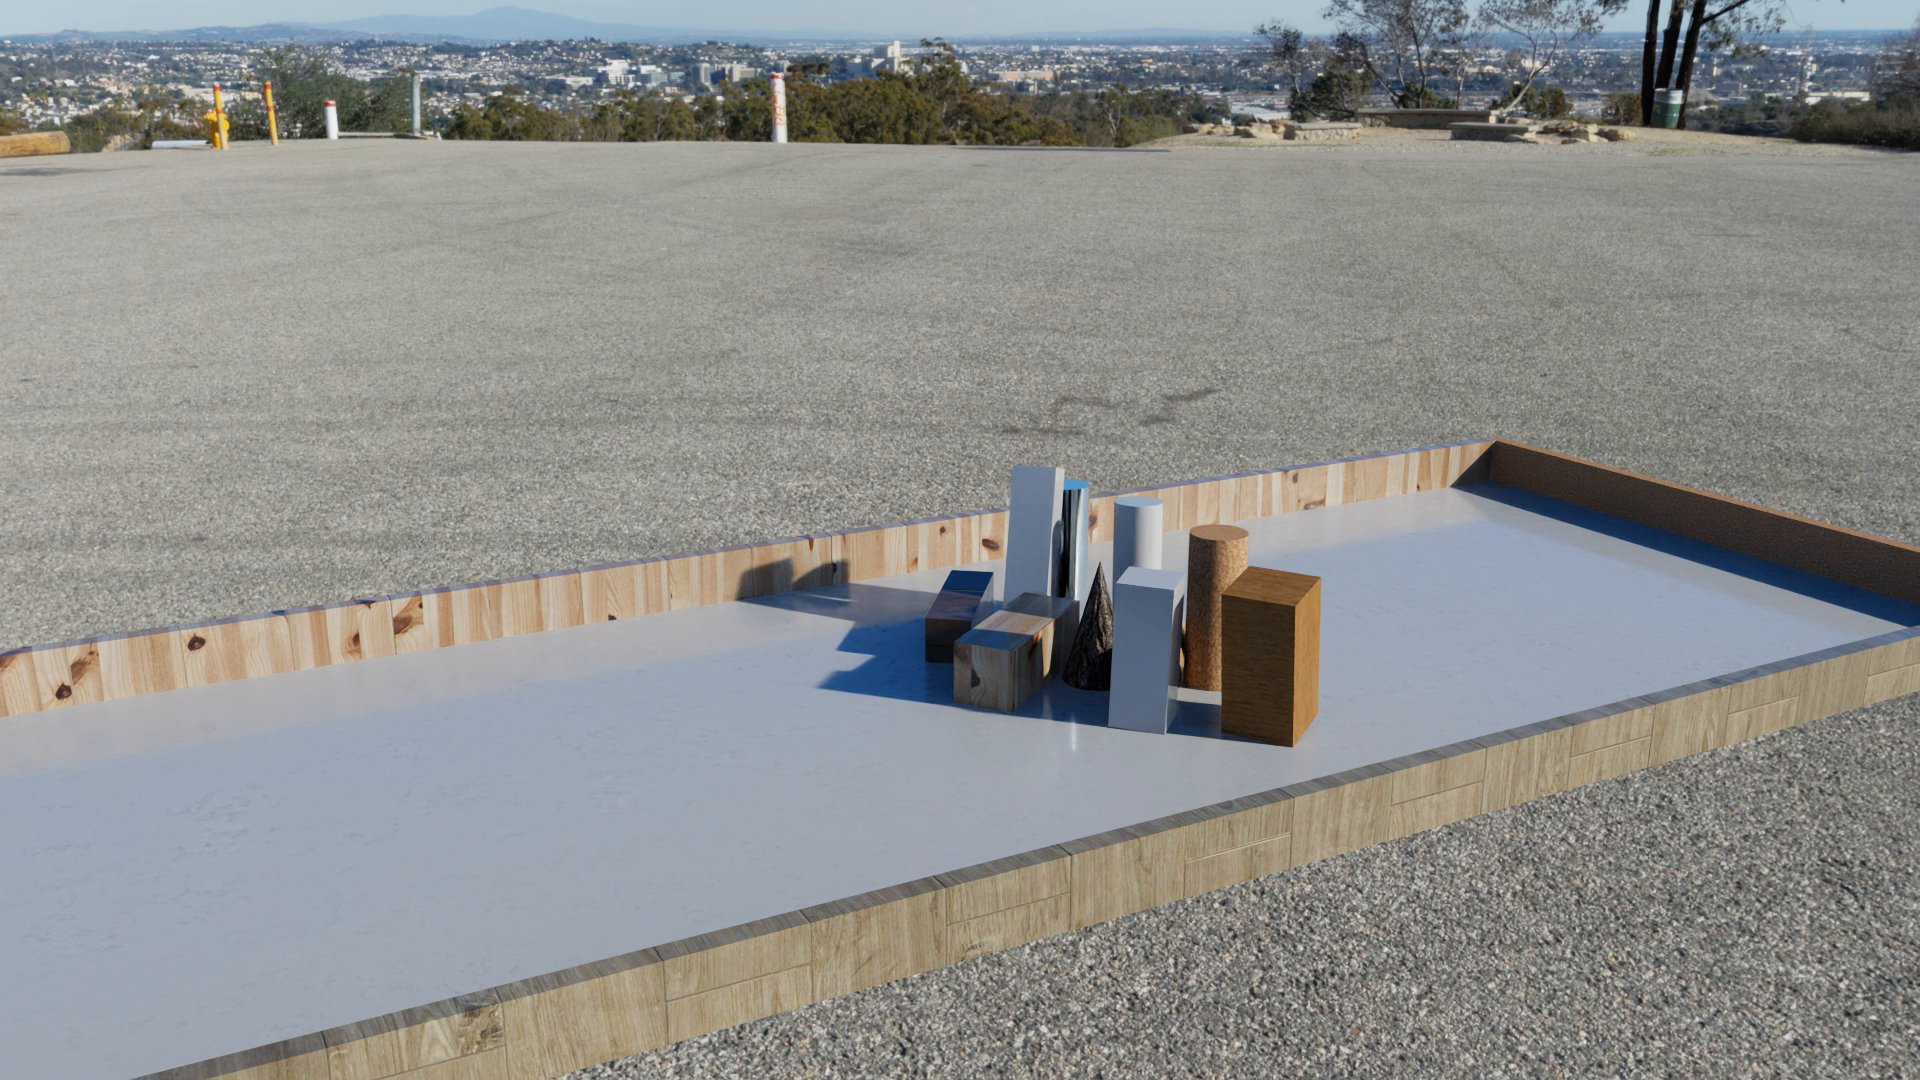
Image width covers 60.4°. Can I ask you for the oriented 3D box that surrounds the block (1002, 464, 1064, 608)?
[{"bbox_3d":[0.196,0.030,4.423,0.117,0.453,0.117,4,2,15],"label":"block"}]

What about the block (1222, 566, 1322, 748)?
[{"bbox_3d":[0.715,0.266,3.792,0.173,0.353,0.173,9,26,29],"label":"block"}]

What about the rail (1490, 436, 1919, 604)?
[{"bbox_3d":[2.466,-0.048,5.253,0.050,0.150,2.100,-9,18,-27],"label":"rail"}]

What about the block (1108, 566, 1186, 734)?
[{"bbox_3d":[0.436,0.257,3.848,0.135,0.354,0.135,7,18,17],"label":"block"}]

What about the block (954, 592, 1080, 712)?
[{"bbox_3d":[0.148,0.275,4.140,0.156,0.156,0.423,8,18,25],"label":"block"}]

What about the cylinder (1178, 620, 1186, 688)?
[{"bbox_3d":[0.490,0.282,4.139,0.144,0.144,0.322,3,17,9],"label":"cylinder"}]

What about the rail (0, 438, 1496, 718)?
[{"bbox_3d":[-3.305,0.497,3.399,12.000,0.150,0.050,-9,18,-27],"label":"rail"}]

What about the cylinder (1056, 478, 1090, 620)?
[{"bbox_3d":[0.282,0.029,4.577,0.146,0.376,0.146,1,14,0],"label":"cylinder"}]

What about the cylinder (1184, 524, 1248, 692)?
[{"bbox_3d":[0.635,0.168,4.094,0.144,0.389,0.144,0,16,0],"label":"cylinder"}]

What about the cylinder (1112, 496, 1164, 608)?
[{"bbox_3d":[0.469,0.086,4.370,0.129,0.384,0.129,0,13,0],"label":"cylinder"}]

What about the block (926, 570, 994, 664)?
[{"bbox_3d":[0.003,0.203,4.451,0.120,0.120,0.419,3,17,9],"label":"block"}]

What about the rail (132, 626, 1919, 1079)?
[{"bbox_3d":[-2.336,1.006,1.665,12.000,0.150,0.050,-9,18,-27],"label":"rail"}]

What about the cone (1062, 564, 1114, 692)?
[{"bbox_3d":[0.346,0.199,4.121,0.175,0.313,0.175,0,16,0],"label":"cone"}]
